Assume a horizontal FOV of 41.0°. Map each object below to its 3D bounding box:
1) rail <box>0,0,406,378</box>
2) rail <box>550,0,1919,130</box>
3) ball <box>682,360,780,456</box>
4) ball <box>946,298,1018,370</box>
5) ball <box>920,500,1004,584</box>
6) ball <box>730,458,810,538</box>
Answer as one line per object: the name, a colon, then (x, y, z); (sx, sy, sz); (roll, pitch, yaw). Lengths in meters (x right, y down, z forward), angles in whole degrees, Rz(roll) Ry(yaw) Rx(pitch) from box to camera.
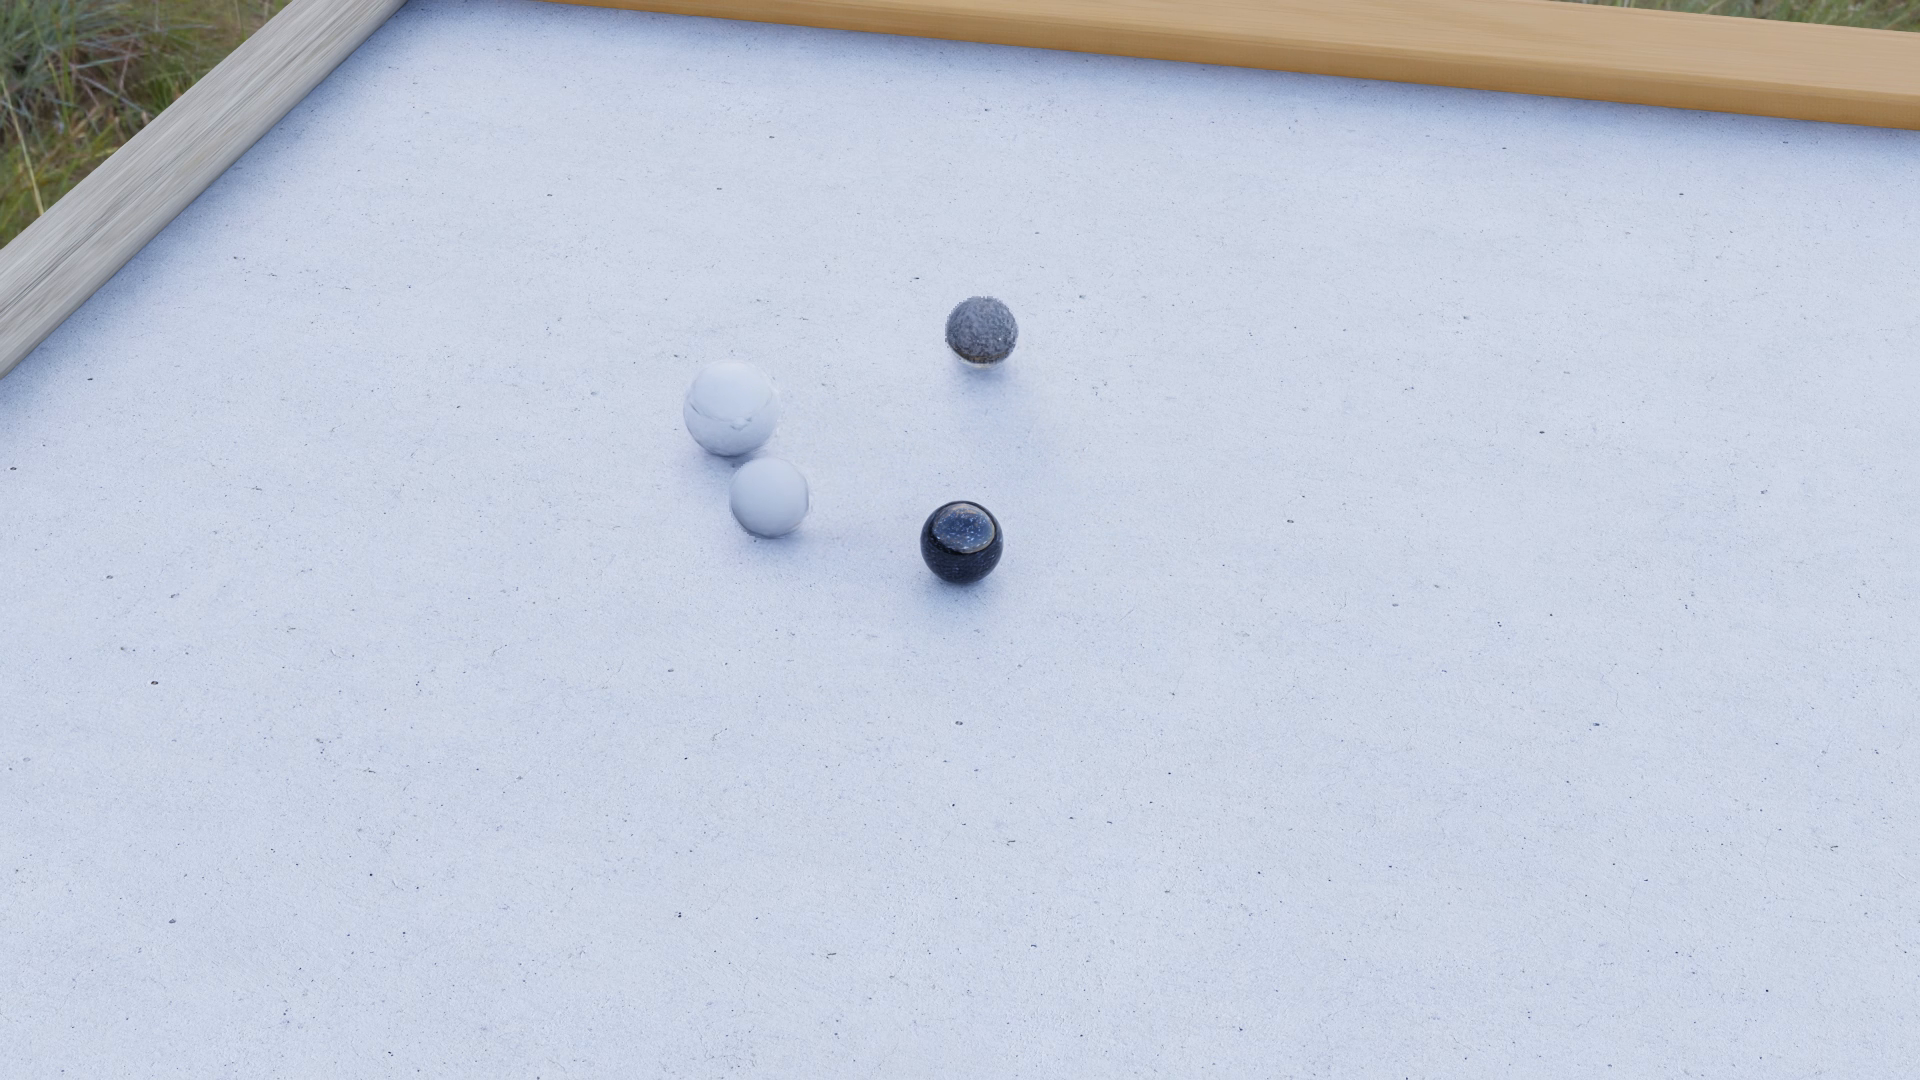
rail: (-0.849, -0.130, 2.154); (0.045, 0.106, 2.054); (8, 35, 11)
rail: (1.102, -0.450, 2.628); (3.585, 0.106, 0.045); (8, 35, 11)
ball: (-0.192, -0.111, 2.149); (0.081, 0.081, 0.081); (0, 34, 0)
ball: (0.020, -0.183, 2.272); (0.064, 0.064, 0.064); (0, 34, 0)
ball: (0.001, 0.002, 1.996); (0.066, 0.066, 0.066); (0, 34, 0)
ball: (-0.152, -0.034, 2.051); (0.064, 0.064, 0.064); (0, 34, 0)
